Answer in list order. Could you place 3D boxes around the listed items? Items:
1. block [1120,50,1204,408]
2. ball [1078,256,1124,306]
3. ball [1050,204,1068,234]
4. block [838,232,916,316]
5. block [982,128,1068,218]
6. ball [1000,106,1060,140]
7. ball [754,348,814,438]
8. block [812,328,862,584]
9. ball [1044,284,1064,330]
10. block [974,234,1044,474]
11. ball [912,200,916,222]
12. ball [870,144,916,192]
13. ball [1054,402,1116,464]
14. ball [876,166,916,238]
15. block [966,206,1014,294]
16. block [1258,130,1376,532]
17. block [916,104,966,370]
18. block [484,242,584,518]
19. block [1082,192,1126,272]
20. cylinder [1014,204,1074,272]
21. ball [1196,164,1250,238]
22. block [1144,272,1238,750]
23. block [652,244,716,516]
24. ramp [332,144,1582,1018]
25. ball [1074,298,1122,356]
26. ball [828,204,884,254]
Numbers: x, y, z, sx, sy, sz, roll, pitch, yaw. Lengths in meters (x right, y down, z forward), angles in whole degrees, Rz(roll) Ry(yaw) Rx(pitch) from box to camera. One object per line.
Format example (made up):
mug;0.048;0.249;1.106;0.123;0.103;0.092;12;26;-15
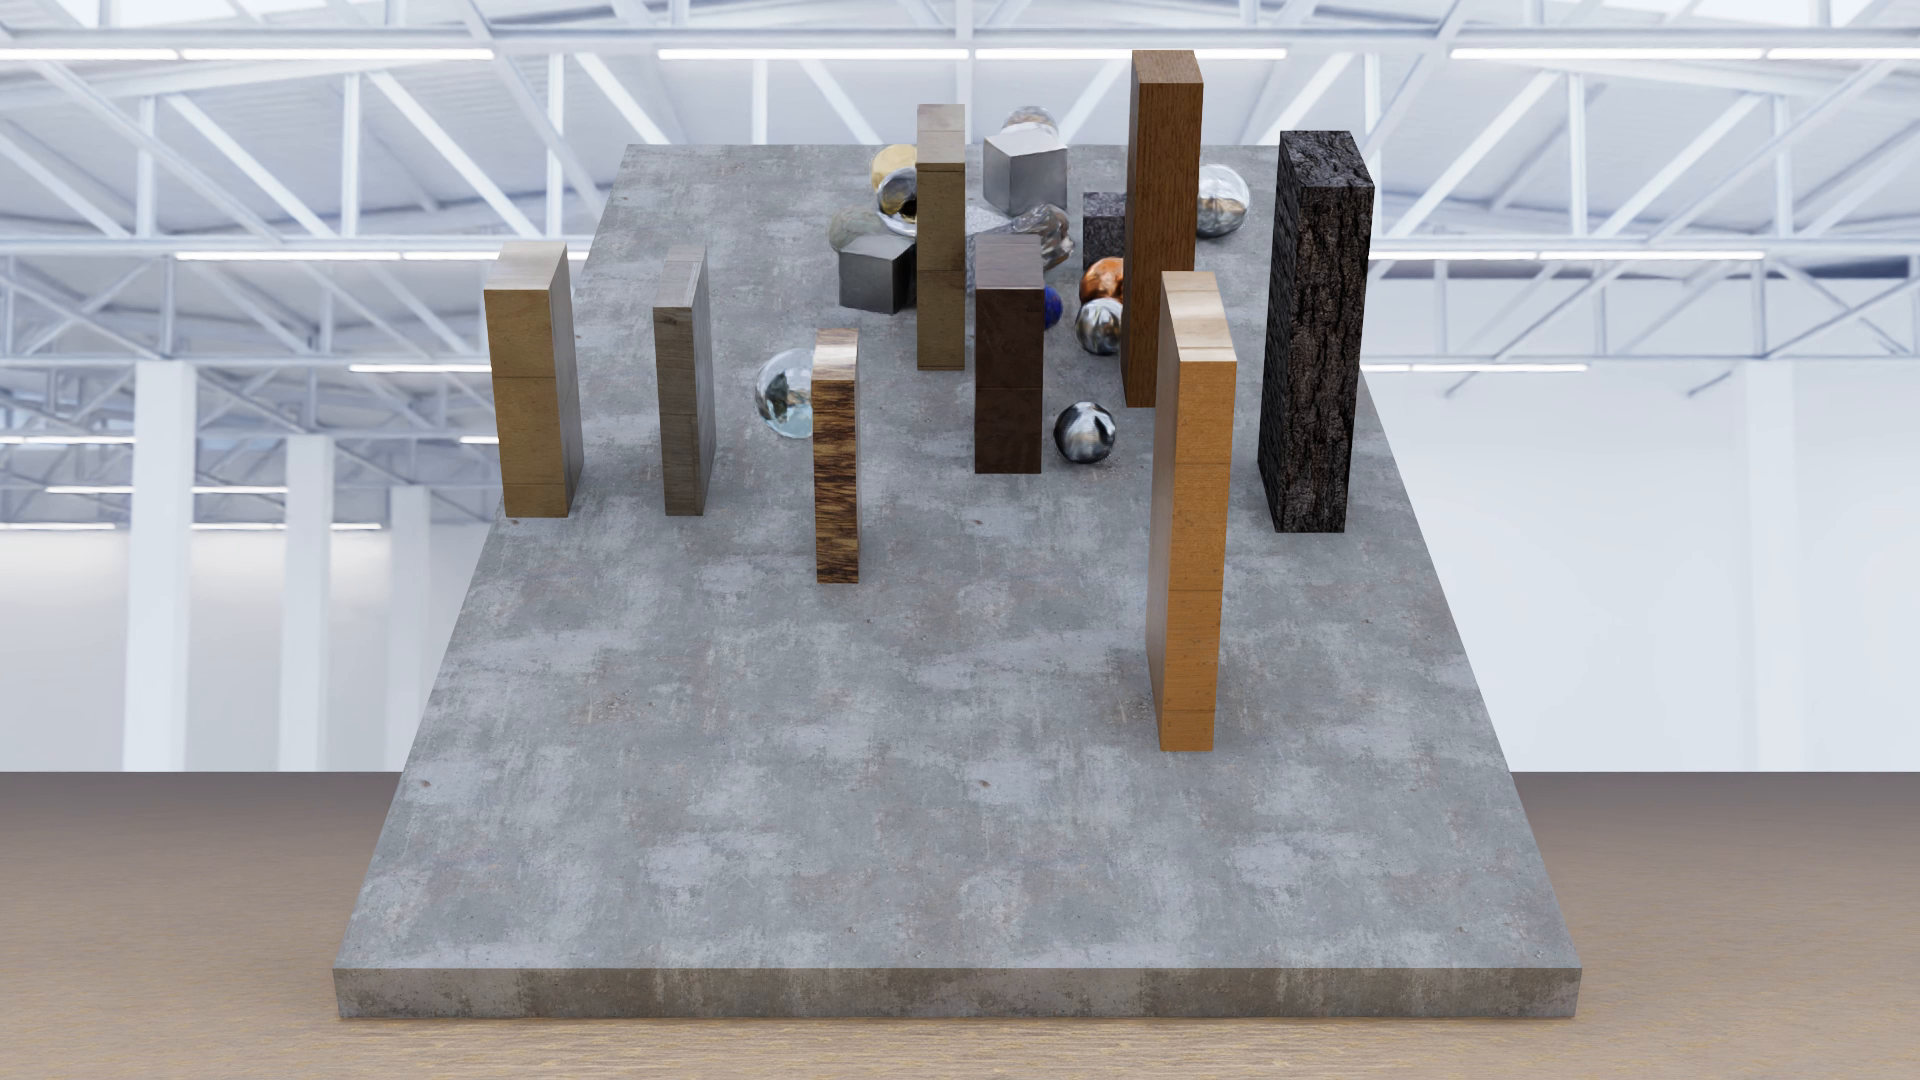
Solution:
block;0.468;-0.724;5.603;0.143;0.794;0.252;0;28;0
ball;0.389;-0.627;6.044;0.177;0.177;0.177;0;-5;0
ball;0.242;-0.864;6.573;0.114;0.114;0.114;0;-5;0
block;-0.211;-0.694;6.217;0.153;0.153;0.153;12;31;21
block;0.185;-1.052;6.852;0.182;0.182;0.182;-12;31;-21
ball;0.209;-1.214;7.168;0.177;0.177;0.177;0;-5;0
ball;-0.371;-0.337;5.500;0.206;0.206;0.206;0;-5;0
block;-0.252;-0.173;4.930;0.084;0.459;0.255;0;28;0
ball;0.202;-0.590;6.065;0.118;0.118;0.118;0;-5;0
block;0.108;-0.423;5.408;0.148;0.446;0.326;0;28;0
ball;-0.068;-0.915;6.652;0.131;0.131;0.131;0;-5;0
ball;-0.165;-1.040;6.829;0.182;0.182;0.182;0;-5;0
ball;0.281;-0.241;5.395;0.140;0.140;0.140;0;-5;0
ball;-0.132;-0.905;6.398;0.187;0.187;0.187;0;-5;0
block;0.027;-0.774;6.357;0.162;0.162;0.162;-21;35;-34
block;0.751;-0.441;5.094;0.147;0.781;0.346;0;28;0
block;-0.047;-0.755;5.931;0.116;0.534;0.441;0;28;0
block;-0.916;-0.347;5.171;0.134;0.532;0.271;0;28;0
block;0.412;-0.832;6.456;0.159;0.159;0.159;1;32;4
cylinder;0.218;-0.803;6.377;0.130;0.130;0.130;-28;24;14
ball;0.702;-0.939;6.625;0.202;0.202;0.202;0;-5;0
block;0.415;-0.052;4.371;0.095;0.780;0.401;0;28;0
block;-0.598;-0.351;5.226;0.080;0.489;0.352;0;28;0
ramp;-0.012;-0.221;5.608;2.000;0.100;4.000;0;28;0
ball;0.355;-0.528;5.921;0.146;0.146;0.146;0;-5;0
ball;-0.276;-0.816;6.348;0.149;0.149;0.149;0;-5;0
